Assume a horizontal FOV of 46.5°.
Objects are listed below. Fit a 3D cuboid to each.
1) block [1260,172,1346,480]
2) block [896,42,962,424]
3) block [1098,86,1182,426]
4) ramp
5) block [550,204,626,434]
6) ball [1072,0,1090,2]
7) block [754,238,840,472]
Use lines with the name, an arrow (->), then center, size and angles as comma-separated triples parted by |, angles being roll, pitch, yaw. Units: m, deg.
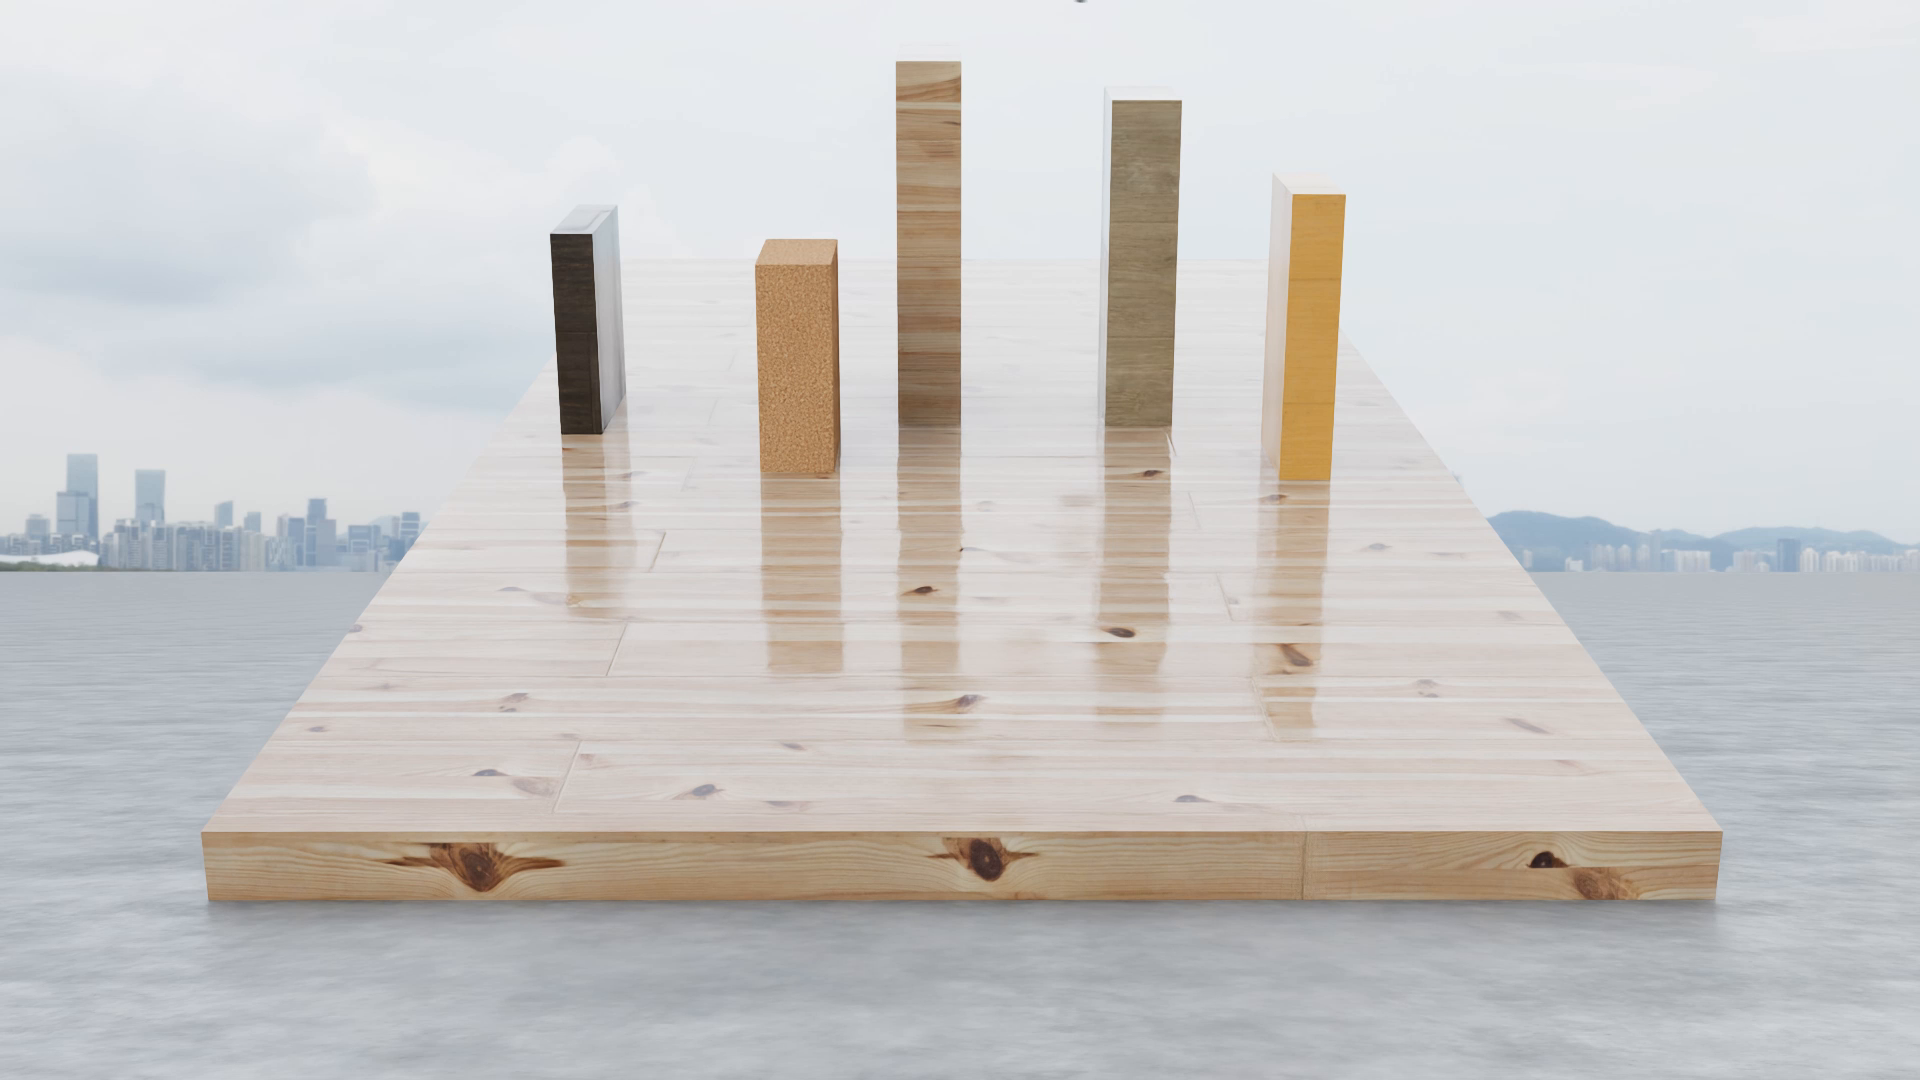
block -> 0.694, -0.439, 4.547 | 0.103, 0.574, 0.283 | 0, 18, 0
block -> -0.067, -0.694, 4.994 | 0.138, 0.782, 0.426 | 0, 18, 0
block -> 0.390, -0.626, 4.912 | 0.147, 0.705, 0.270 | 0, 18, 0
ramp -> -0.003, -0.185, 4.855 | 2.000, 0.100, 4.000 | 0, 18, 0
block -> -0.816, -0.492, 4.930 | 0.089, 0.436, 0.374 | 0, 18, 0
ball -> 0.362, -1.686, 6.695 | 0.151, 0.151, 0.151 | 0, -1, 0
block -> -0.331, -0.384, 4.612 | 0.150, 0.427, 0.284 | 0, 18, 0
